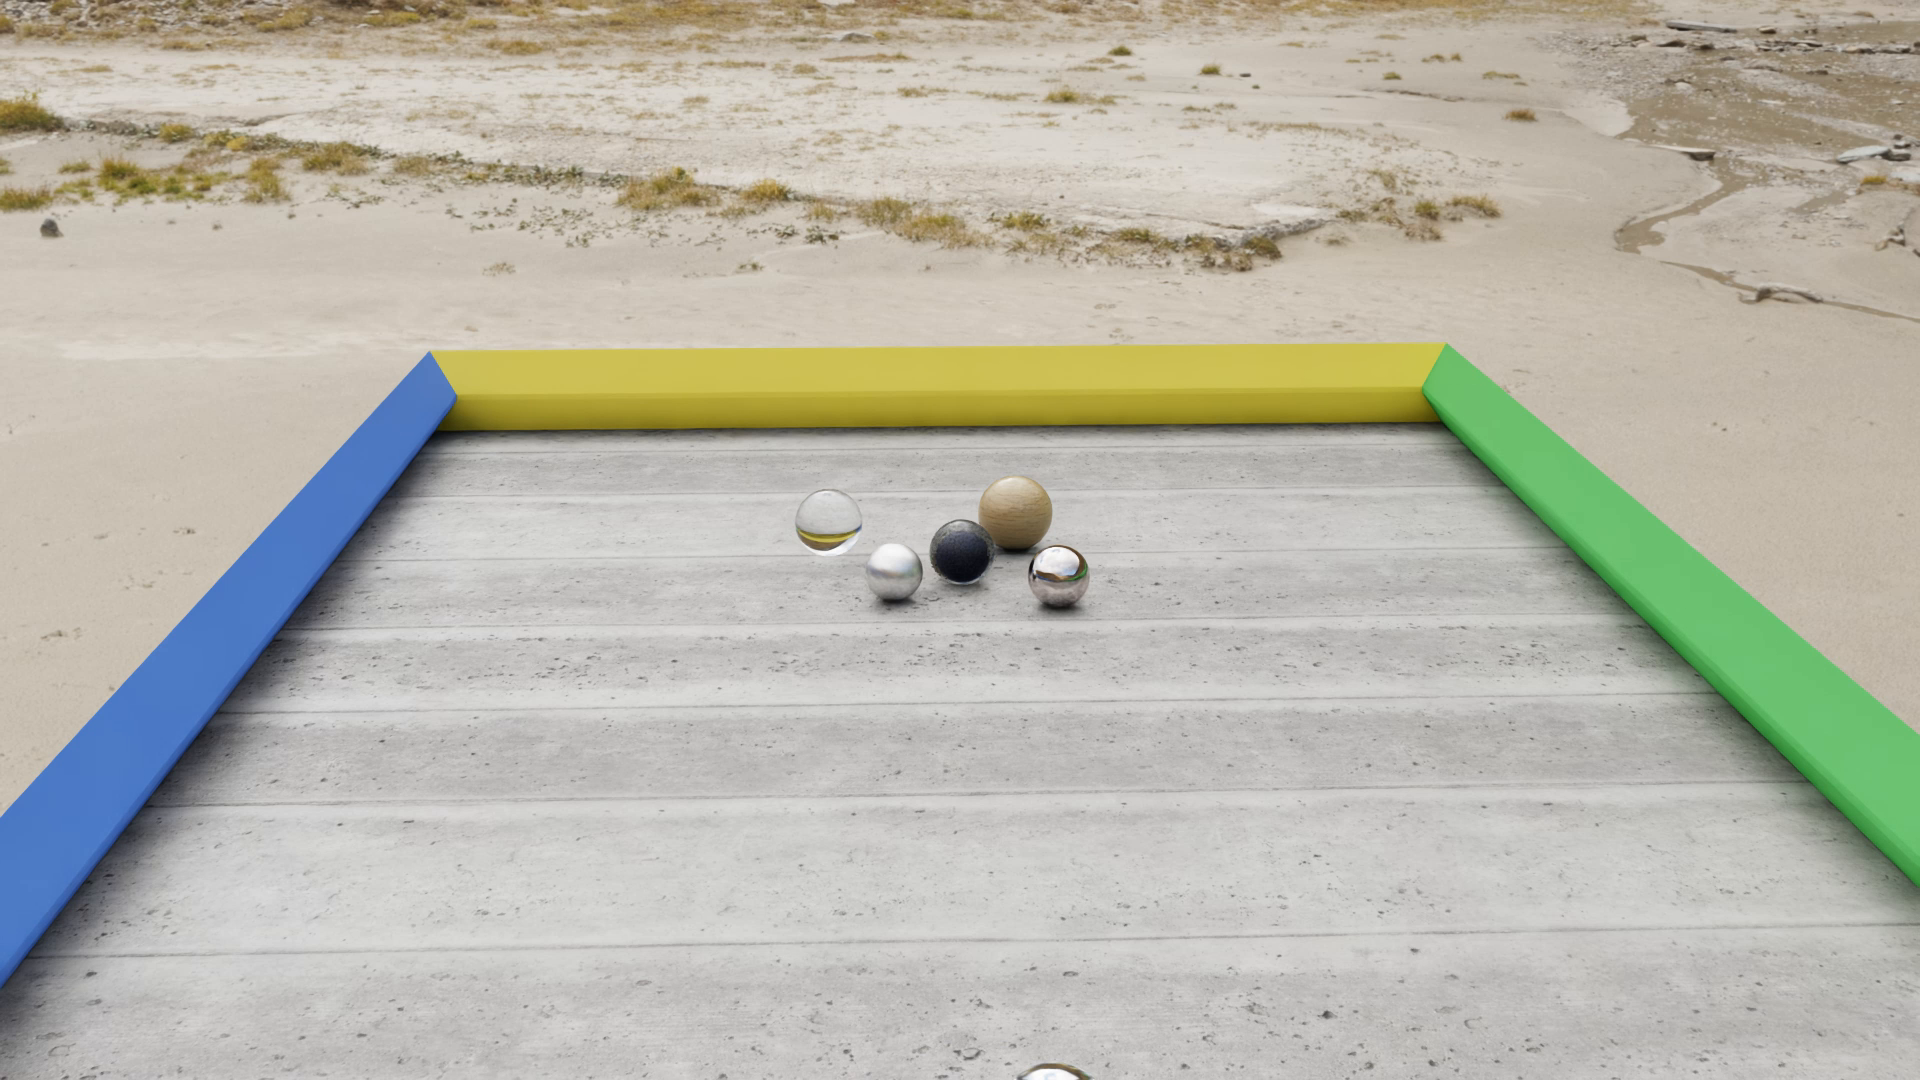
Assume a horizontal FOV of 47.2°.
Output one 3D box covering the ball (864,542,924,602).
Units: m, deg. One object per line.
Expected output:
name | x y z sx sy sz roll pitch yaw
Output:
ball | -0.074 0.036 2.479 0.066 0.066 0.066 0 17 0

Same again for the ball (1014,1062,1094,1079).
ball | 0.060 0.366 1.391 0.071 0.071 0.071 0 17 0

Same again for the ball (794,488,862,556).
ball | -0.158 -0.021 2.640 0.081 0.081 0.081 0 17 0

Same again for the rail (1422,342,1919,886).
rail | 0.751 0.174 1.935 0.045 0.118 2.803 -1 17 -2

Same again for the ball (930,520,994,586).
ball | 0.002 0.014 2.535 0.076 0.076 0.076 0 17 0

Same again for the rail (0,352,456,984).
rail | -0.699 0.190 1.883 0.045 0.118 2.803 -1 17 -2

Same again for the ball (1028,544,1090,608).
ball | 0.110 0.040 2.458 0.071 0.071 0.071 0 17 0

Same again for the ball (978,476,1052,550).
ball | 0.067 -0.033 2.662 0.091 0.091 0.091 0 17 0

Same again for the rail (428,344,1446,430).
rail | -0.025 -0.220 3.226 1.499 0.118 0.045 -1 17 -2

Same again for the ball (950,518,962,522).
ball | 0.000 0.002 2.614 0.053 0.053 0.053 0 17 0
